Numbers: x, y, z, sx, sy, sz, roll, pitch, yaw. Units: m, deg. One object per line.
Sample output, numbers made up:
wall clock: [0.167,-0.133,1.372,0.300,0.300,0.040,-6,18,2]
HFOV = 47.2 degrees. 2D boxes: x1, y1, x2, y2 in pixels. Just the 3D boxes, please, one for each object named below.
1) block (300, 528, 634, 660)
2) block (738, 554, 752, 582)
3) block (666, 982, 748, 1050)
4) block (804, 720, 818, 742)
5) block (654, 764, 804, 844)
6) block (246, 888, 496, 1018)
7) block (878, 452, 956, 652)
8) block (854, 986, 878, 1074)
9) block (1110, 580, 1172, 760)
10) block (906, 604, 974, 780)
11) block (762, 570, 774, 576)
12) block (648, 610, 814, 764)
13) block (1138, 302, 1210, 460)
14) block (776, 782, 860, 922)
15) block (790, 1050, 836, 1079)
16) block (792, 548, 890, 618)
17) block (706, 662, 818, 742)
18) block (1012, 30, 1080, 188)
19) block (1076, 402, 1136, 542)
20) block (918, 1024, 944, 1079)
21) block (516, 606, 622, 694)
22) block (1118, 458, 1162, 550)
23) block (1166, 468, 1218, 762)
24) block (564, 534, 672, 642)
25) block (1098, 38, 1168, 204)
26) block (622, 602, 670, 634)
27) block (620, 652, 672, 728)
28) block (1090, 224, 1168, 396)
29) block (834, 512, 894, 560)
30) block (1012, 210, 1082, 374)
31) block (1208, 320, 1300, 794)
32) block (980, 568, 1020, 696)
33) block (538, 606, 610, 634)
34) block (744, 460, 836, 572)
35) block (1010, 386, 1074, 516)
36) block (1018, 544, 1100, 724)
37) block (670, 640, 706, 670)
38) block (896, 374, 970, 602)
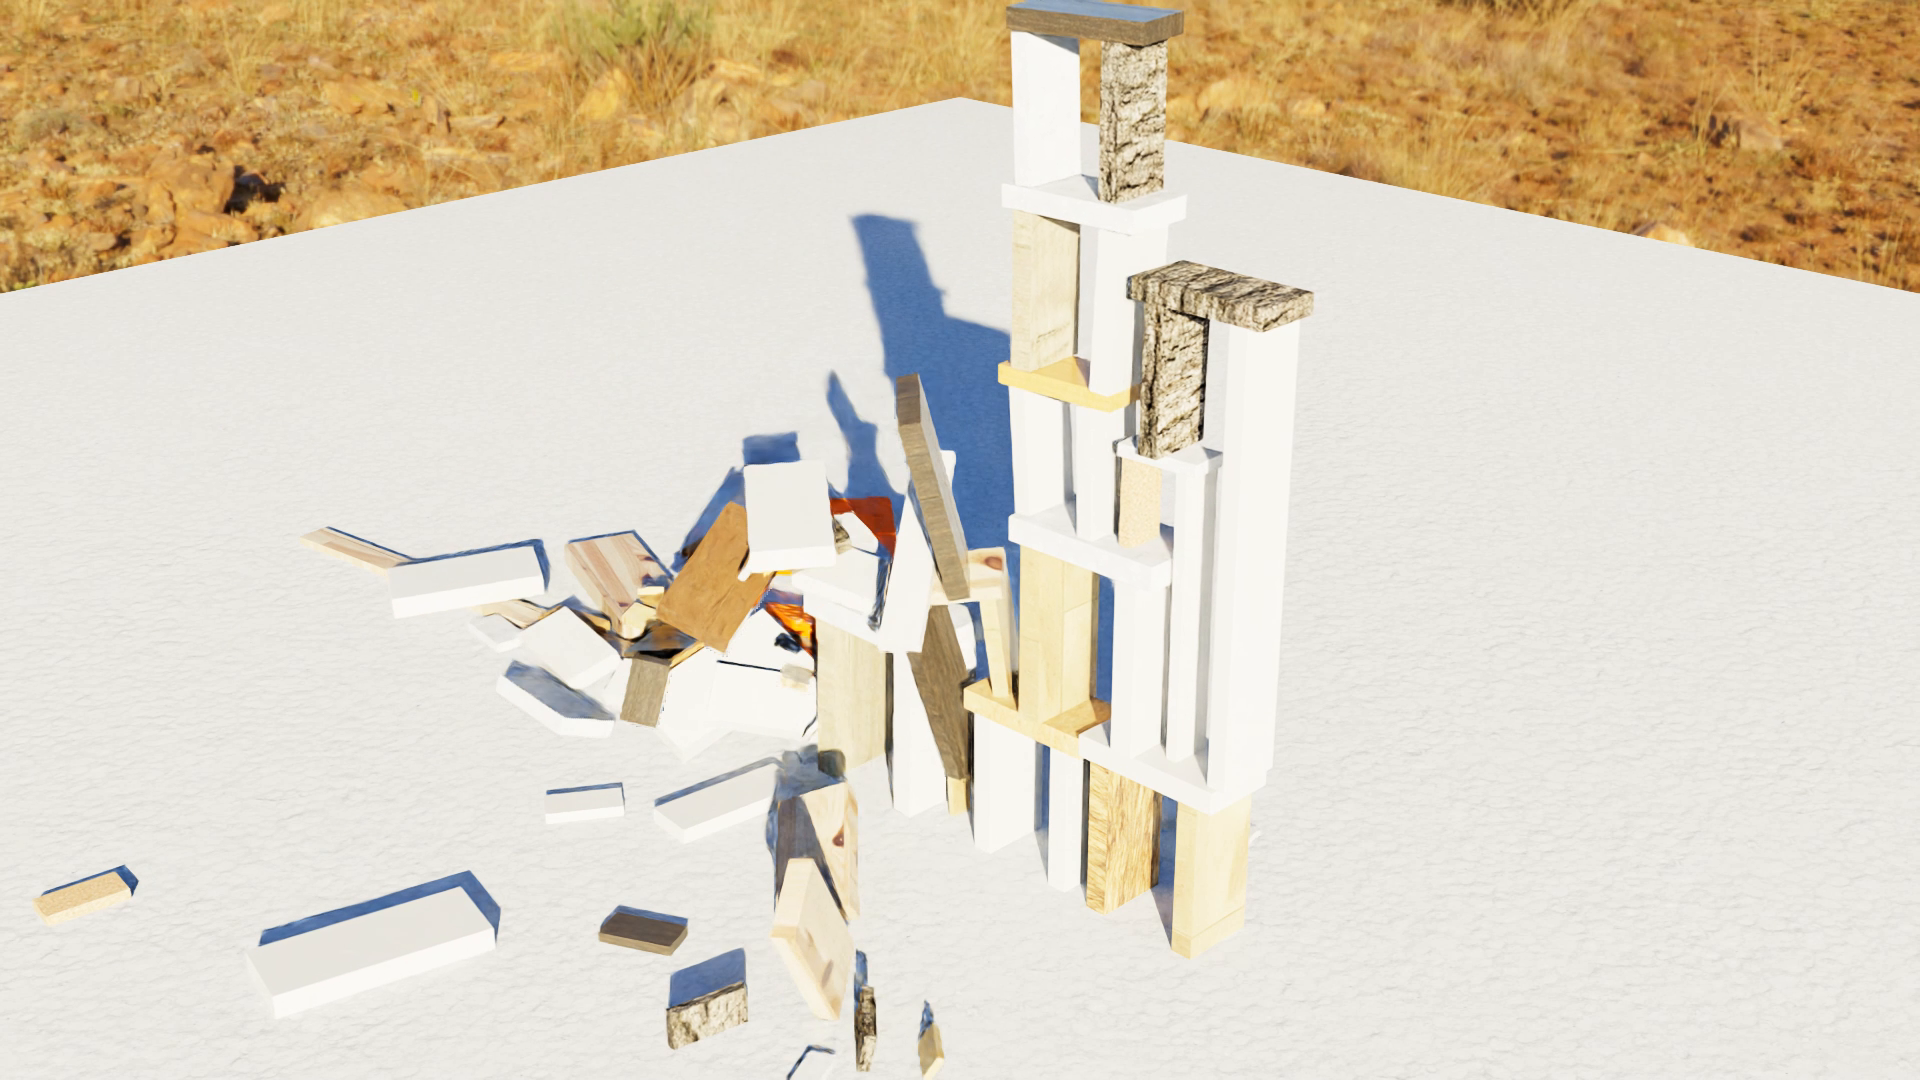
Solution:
block: [-1.191,0.141,5.399,1.275,0.022,0.078,17,28,34]
block: [-0.409,0.025,4.404,0.016,0.056,0.113,29,55,-9]
block: [-0.431,0.812,3.753,0.145,0.072,0.021,-15,27,-32]
block: [-0.290,0.382,4.611,0.013,0.046,0.092,42,61,8]
block: [-0.467,0.533,4.464,0.293,0.032,0.112,-18,29,-36]
block: [-1.059,0.739,3.960,0.401,0.047,0.164,-14,27,-30]
block: [-0.079,0.016,4.128,0.078,0.022,0.439,0,55,15]
block: [-0.160,0.826,3.717,0.021,0.072,0.145,10,22,-9]
block: [0.345,0.208,3.935,0.047,0.335,0.167,20,30,39]
block: [-0.034,0.267,4.278,0.031,0.450,0.110,13,45,35]
block: [-0.363,0.022,4.362,0.056,0.016,0.113,-32,25,21]
block: [-0.510,0.312,4.744,0.359,0.051,0.180,-34,60,-26]
block: [0.362,-0.283,3.710,0.038,0.270,0.135,20,30,37]
block: [-0.267,0.596,4.114,0.148,0.042,0.295,-18,41,12]
block: [-0.246,0.886,3.656,0.048,0.014,0.095,8,24,19]
block: [-0.188,0.085,4.379,0.265,0.038,0.133,19,37,23]
block: [-0.395,0.348,4.670,0.268,0.038,0.134,9,57,-2]
block: [0.147,-0.742,3.732,0.037,0.262,0.131,17,28,40]
block: [0.258,-0.132,3.870,0.035,0.245,0.122,18,29,40]
block: [-0.049,0.857,3.680,0.014,0.048,0.095,28,17,-17]
block: [-0.900,0.252,5.055,0.134,0.038,0.268,-32,37,-22]
block: [0.316,-0.075,3.838,0.023,0.166,0.083,21,31,39]
block: [0.405,0.130,3.845,0.023,0.548,0.083,21,31,41]
block: [-0.819,0.114,5.427,0.180,0.051,0.528,-10,25,-23]
block: [0.286,-0.698,3.630,0.037,0.262,0.131,18,29,38]
block: [-0.729,0.192,5.170,0.121,0.017,0.061,24,42,16]
block: [-0.651,0.311,4.552,0.078,0.157,0.022,14,28,-6]
block: [0.286,-0.399,3.732,0.040,0.285,0.143,21,31,35]
block: [-0.229,0.030,4.545,0.133,0.038,0.265,-12,33,-23]
block: [0.151,-0.449,3.848,0.040,0.285,0.143,18,29,36]
block: [0.492,0.030,3.706,0.135,0.841,0.038,-21,31,-40]
block: [0.077,0.175,4.187,0.031,0.220,0.110,-1,25,16]
block: [-0.916,0.196,5.213,0.157,0.022,0.078,15,27,31]
block: [-0.342,-0.051,4.389,0.164,0.047,0.329,-5,33,-5]
block: [0.149,-0.178,3.979,0.035,0.245,0.122,16,27,42]
block: [0.185,0.152,4.086,0.047,0.350,0.167,21,30,40]
block: [-0.601,0.276,4.797,0.121,0.061,0.017,-33,25,-25]
block: [-0.047,-0.091,3.974,0.042,0.412,0.148,-11,39,6]
